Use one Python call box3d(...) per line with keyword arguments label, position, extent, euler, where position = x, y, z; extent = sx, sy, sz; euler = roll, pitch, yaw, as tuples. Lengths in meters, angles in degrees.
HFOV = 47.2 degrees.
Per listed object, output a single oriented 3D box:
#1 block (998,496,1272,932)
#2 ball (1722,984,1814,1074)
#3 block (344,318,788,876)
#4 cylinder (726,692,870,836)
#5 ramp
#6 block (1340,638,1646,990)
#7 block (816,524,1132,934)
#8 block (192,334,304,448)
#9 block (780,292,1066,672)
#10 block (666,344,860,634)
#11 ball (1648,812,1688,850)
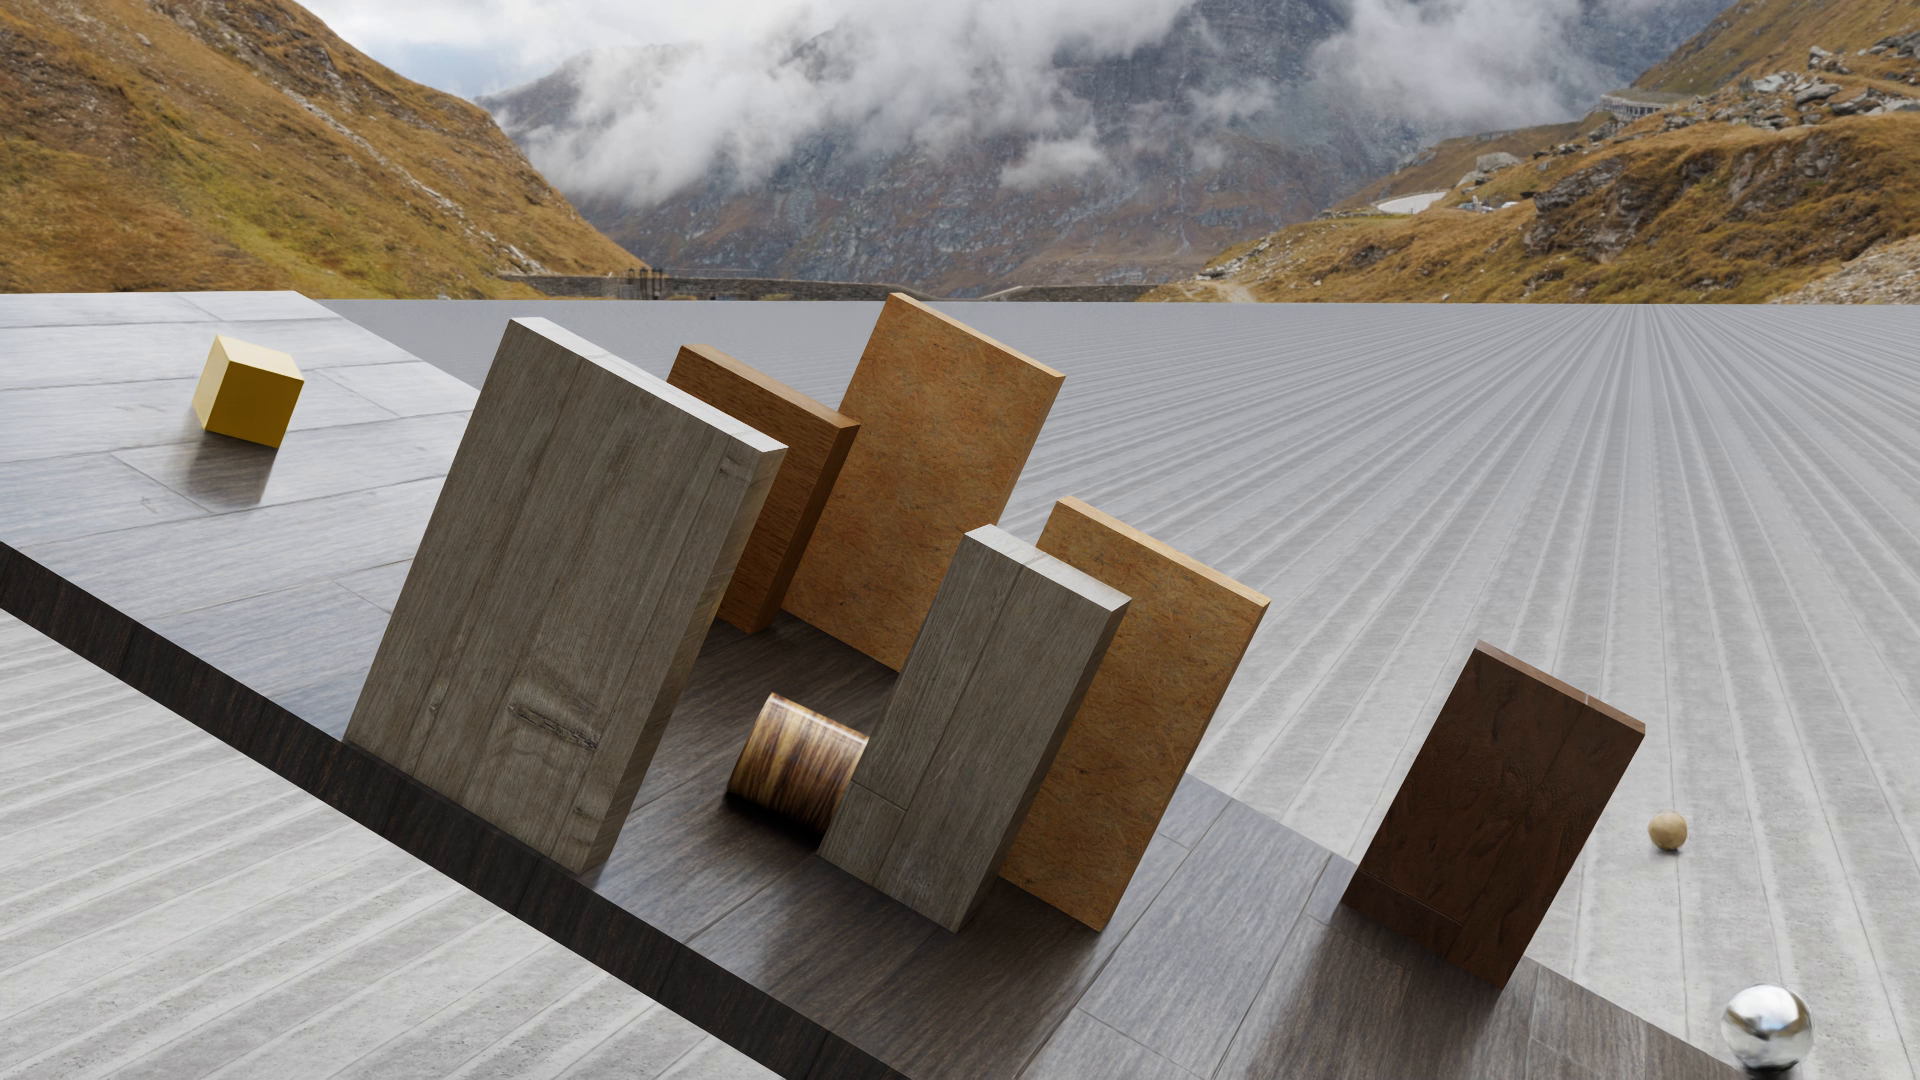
box3d(label="block", position=(0.222, 0.307, 3.903), extent=(0.401, 0.657, 0.094), euler=(28, 14, 12))
box3d(label="ball", position=(1.877, 1.134, 5.110), extent=(0.203, 0.203, 0.203), euler=(0, 7, 0))
box3d(label="block", position=(-0.589, 0.082, 3.246), extent=(0.431, 0.698, 0.098), euler=(28, 14, 12))
box3d(label="cylinder", position=(-0.275, 0.383, 3.755), extent=(0.186, 0.186, 0.186), euler=(25, 8, 0))
box3d(label="ramp", position=(-0.260, 0.443, 4.168), extent=(4.000, 0.100, 2.000), euler=(28, 14, 12))
box3d(label="block", position=(1.101, 0.567, 4.560), extent=(0.374, 0.611, 0.117), euler=(28, 14, 12))
box3d(label="block", position=(0.022, 0.310, 3.648), extent=(0.270, 0.606, 0.149), euler=(28, 14, 12))
box3d(label="block", position=(-1.424, -0.297, 4.396), extent=(0.151, 0.151, 0.151), euler=(16, 16, -34))
box3d(label="block", position=(-0.111, -0.115, 4.759), extent=(0.407, 0.731, 0.083), euler=(28, 14, 12))
box3d(label="block", position=(-0.489, -0.111, 4.622), extent=(0.386, 0.480, 0.126), euler=(28, 14, 12))
box3d(label="ball", position=(2.281, 0.937, 7.084), extent=(0.124, 0.124, 0.124), euler=(0, 7, 0))
